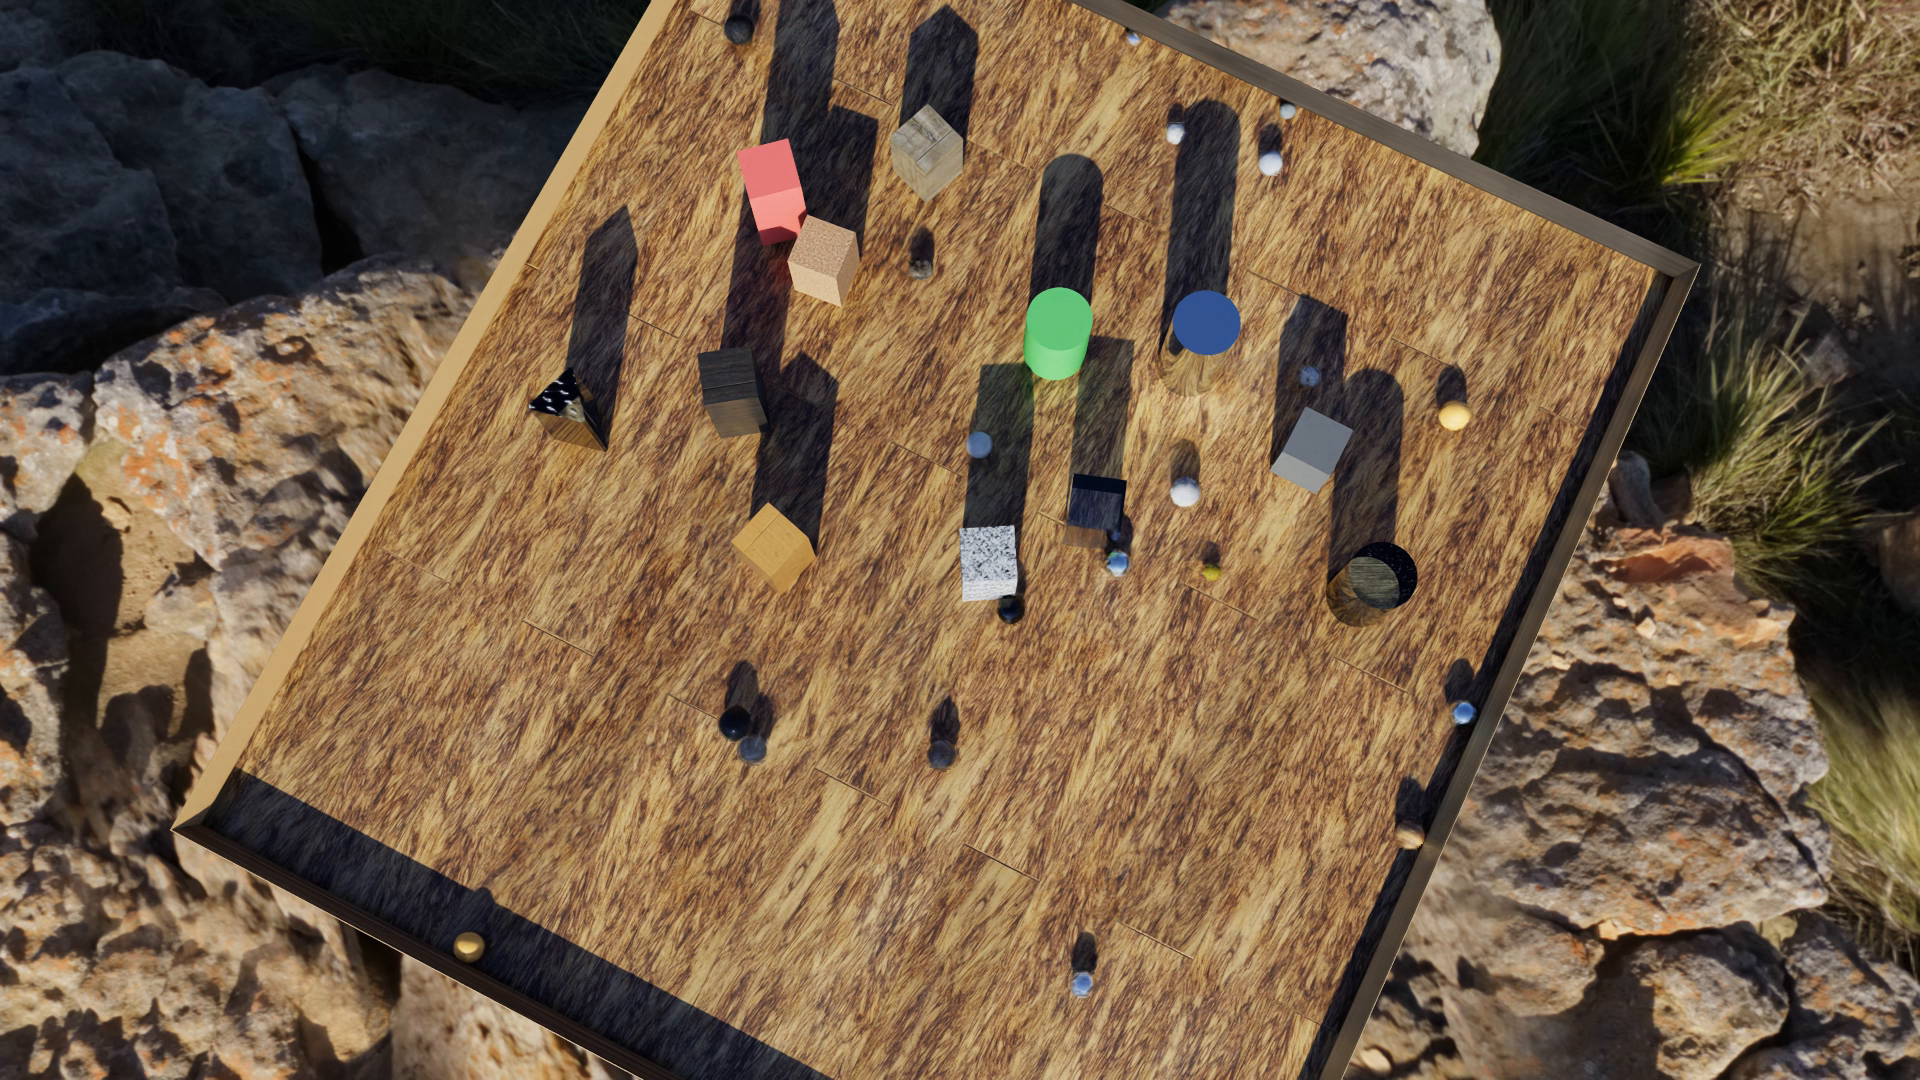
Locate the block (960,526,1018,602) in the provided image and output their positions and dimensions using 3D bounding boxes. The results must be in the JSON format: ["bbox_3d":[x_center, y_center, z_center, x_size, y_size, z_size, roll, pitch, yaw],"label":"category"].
[{"bbox_3d":[0.082,0.072,5.439,0.158,0.319,0.158,-3,78,-1],"label":"block"}]

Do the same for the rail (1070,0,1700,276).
[{"bbox_3d":[0.793,-1.547,5.870,3.325,0.128,0.045,26,80,5],"label":"rail"}]

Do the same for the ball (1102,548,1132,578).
[{"bbox_3d":[0.477,0.071,5.557,0.088,0.088,0.088,0,78,0],"label":"ball"}]

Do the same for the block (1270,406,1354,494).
[{"bbox_3d":[1.062,-0.270,5.551,0.158,0.237,0.158,28,80,5],"label":"block"}]

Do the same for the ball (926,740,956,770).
[{"bbox_3d":[-0.054,0.637,5.440,0.088,0.088,0.088,0,78,0],"label":"ball"}]

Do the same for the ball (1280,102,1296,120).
[{"bbox_3d":[1.051,-1.377,5.874,0.056,0.056,0.056,0,78,0],"label":"ball"}]

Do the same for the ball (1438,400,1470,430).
[{"bbox_3d":[1.524,-0.385,5.649,0.093,0.093,0.093,0,78,0],"label":"ball"}]

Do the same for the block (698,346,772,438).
[{"bbox_3d":[-0.676,-0.441,5.513,0.158,0.381,0.158,-9,78,-2],"label":"block"}]

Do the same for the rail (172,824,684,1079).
[{"bbox_3d":[-0.793,1.561,5.227,3.325,0.128,0.045,26,80,5],"label":"rail"}]

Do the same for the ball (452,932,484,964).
[{"bbox_3d":[-1.427,1.185,5.326,0.090,0.090,0.090,0,78,0],"label":"ball"}]

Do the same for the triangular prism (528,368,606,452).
[{"bbox_3d":[-1.157,-0.401,5.522,0.171,0.349,0.148,15,79,3],"label":"triangular prism"}]

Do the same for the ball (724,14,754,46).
[{"bbox_3d":[-0.712,-1.645,5.907,0.097,0.097,0.097,0,78,0],"label":"ball"}]

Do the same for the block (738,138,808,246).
[{"bbox_3d":[-0.569,-1.065,5.640,0.158,0.386,0.158,-15,79,-3],"label":"block"}]

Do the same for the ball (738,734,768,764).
[{"bbox_3d":[-0.615,0.621,5.444,0.087,0.087,0.087,0,78,0],"label":"ball"}]

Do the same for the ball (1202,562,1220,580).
[{"bbox_3d":[0.765,0.095,5.570,0.052,0.052,0.052,0,78,0],"label":"ball"}]

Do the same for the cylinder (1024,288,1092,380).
[{"bbox_3d":[0.296,-0.626,5.592,0.198,0.301,0.198,0,78,0],"label":"cylinder"}]

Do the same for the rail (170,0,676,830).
[{"bbox_3d":[-1.466,-0.711,5.697,0.045,0.128,3.596,26,80,5],"label":"rail"}]

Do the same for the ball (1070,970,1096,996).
[{"bbox_3d":[0.356,1.284,5.313,0.075,0.075,0.075,0,78,0],"label":"ball"}]

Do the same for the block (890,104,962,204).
[{"bbox_3d":[-0.103,-1.207,5.736,0.158,0.255,0.158,-43,81,-8],"label":"block"}]

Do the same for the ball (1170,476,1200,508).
[{"bbox_3d":[0.687,-0.146,5.600,0.092,0.092,0.092,0,78,0],"label":"ball"}]

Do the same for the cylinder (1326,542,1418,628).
[{"bbox_3d":[1.213,0.135,5.417,0.198,0.335,0.198,0,78,0],"label":"cylinder"}]

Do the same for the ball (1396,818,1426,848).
[{"bbox_3d":[1.326,0.865,5.393,0.088,0.088,0.088,0,78,0],"label":"ball"}]

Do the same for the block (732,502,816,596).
[{"bbox_3d":[-0.552,0.029,5.457,0.158,0.301,0.158,41,81,8],"label":"block"}]

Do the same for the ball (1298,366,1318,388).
[{"bbox_3d":[1.081,-0.506,5.689,0.063,0.063,0.063,0,78,0],"label":"ball"}]

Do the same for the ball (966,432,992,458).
[{"bbox_3d":[0.060,-0.290,5.635,0.081,0.081,0.081,0,78,0],"label":"ball"}]

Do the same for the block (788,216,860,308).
[{"bbox_3d":[-0.418,-0.859,5.661,0.158,0.262,0.158,21,79,4],"label":"block"}]

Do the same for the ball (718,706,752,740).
[{"bbox_3d":[-0.668,0.546,5.453,0.099,0.099,0.099,0,78,0],"label":"ball"}]

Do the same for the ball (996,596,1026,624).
[{"bbox_3d":[0.154,0.211,5.529,0.086,0.086,0.086,0,78,0],"label":"ball"}]

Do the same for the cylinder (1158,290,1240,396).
[{"bbox_3d":[0.715,-0.586,5.518,0.198,0.431,0.198,0,78,0],"label":"cylinder"}]

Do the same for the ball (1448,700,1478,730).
[{"bbox_3d":[1.499,0.521,5.463,0.091,0.091,0.091,0,78,0],"label":"ball"}]

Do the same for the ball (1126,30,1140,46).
[{"bbox_3d":[0.559,-1.623,5.927,0.050,0.050,0.050,0,78,0],"label":"ball"}]

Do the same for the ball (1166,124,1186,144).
[{"bbox_3d":[0.689,-1.297,5.852,0.064,0.064,0.064,0,78,0],"label":"ball"}]

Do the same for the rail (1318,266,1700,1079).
[{"bbox_3d":[1.466,0.724,5.400,0.045,0.128,3.596,26,80,5],"label":"rail"}]

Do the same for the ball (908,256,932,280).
[{"bbox_3d":[-0.126,-0.853,5.754,0.077,0.077,0.077,0,78,0],"label":"ball"}]

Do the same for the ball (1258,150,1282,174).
[{"bbox_3d":[0.986,-1.202,5.826,0.077,0.077,0.077,0,78,0],"label":"ball"}]

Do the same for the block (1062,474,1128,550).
[{"bbox_3d":[0.401,-0.081,5.491,0.158,0.279,0.158,8,78,2],"label":"block"}]
